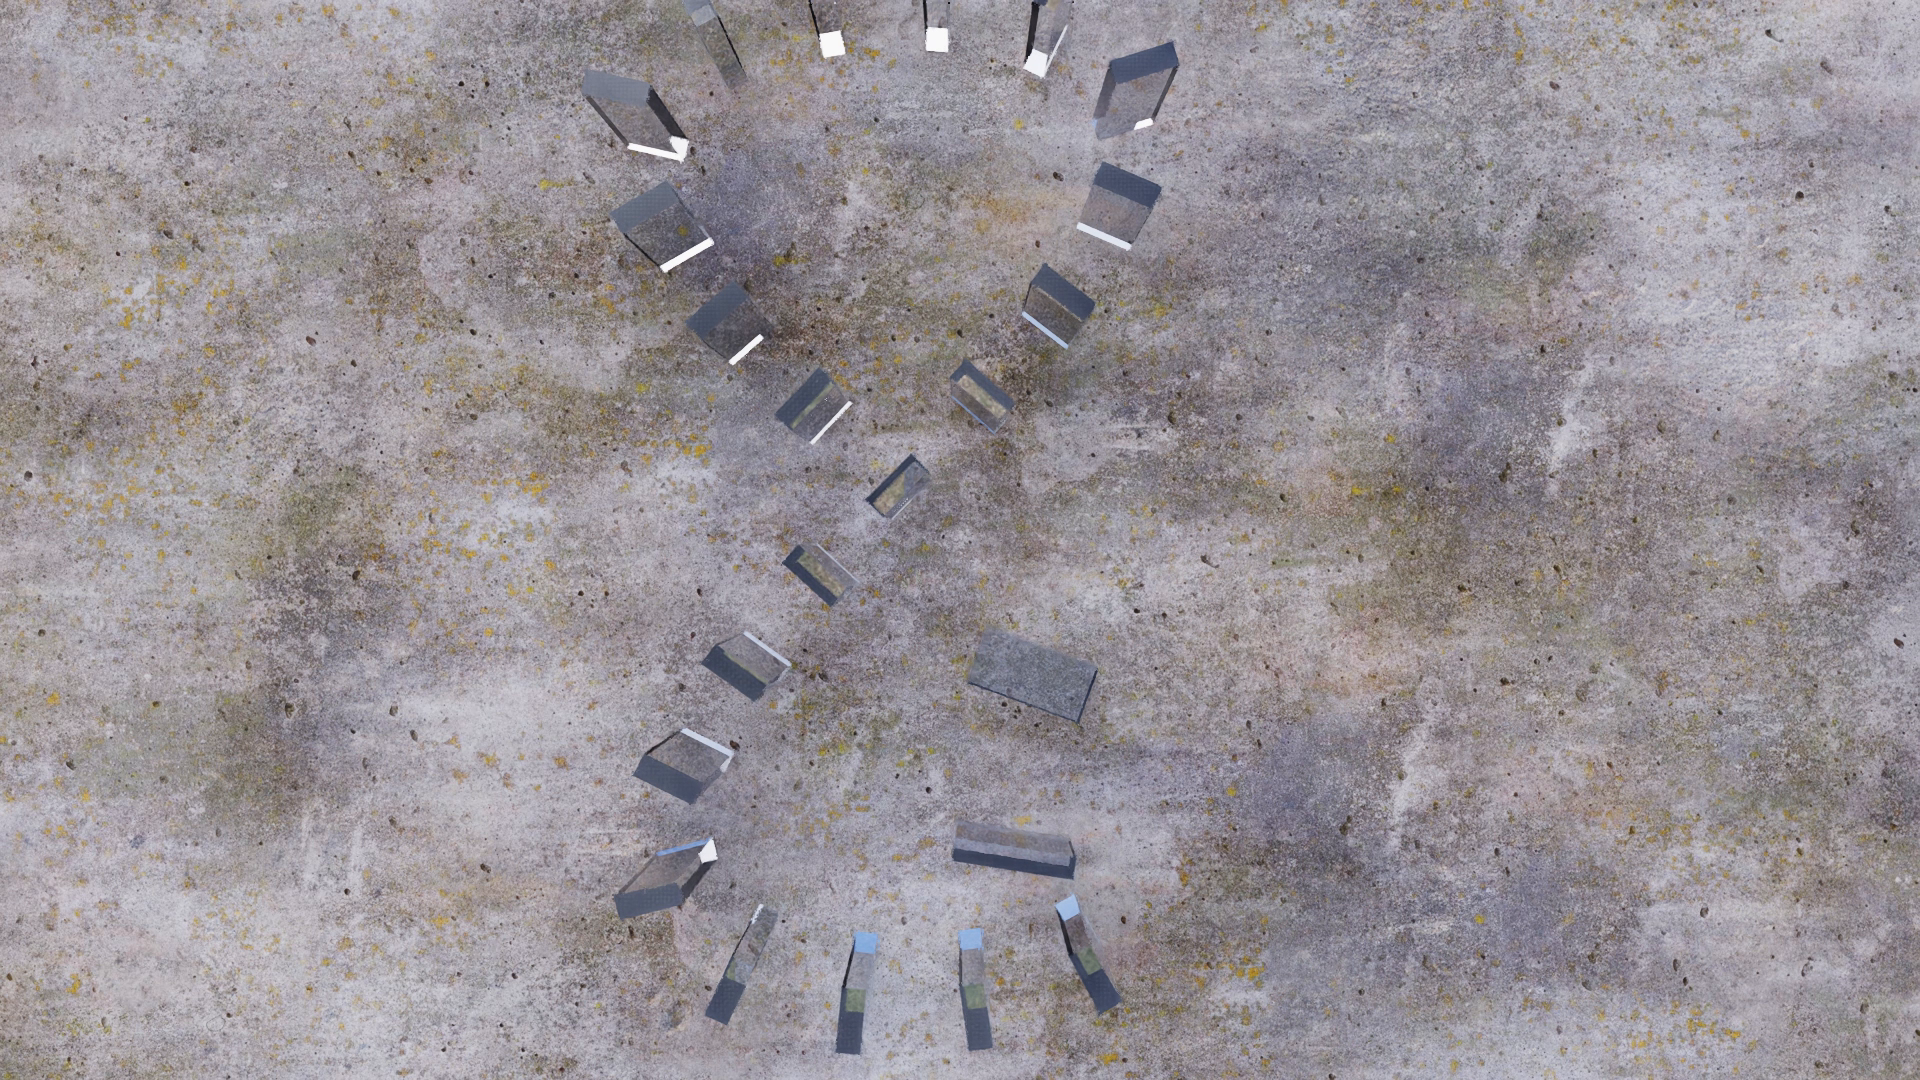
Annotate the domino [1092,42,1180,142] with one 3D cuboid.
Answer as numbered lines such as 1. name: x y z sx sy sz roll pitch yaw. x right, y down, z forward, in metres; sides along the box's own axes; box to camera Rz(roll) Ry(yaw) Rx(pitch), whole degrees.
1. domino: 0.071 -0.182 0.375 0.025 0.050 0.009 -18 90 0

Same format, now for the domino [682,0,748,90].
1. domino: -0.102 -0.209 0.375 0.009 0.050 0.025 -29 90 0

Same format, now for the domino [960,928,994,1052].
1. domino: 0.006 0.182 0.375 0.009 0.050 0.025 -8 90 0

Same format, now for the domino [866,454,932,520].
1. domino: -0.024 -0.021 0.375 0.009 0.050 0.025 45 90 0

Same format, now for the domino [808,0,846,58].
1. domino: -0.057 -0.224 0.375 0.009 0.050 0.025 -10 90 0

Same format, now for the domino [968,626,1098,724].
1. domino: 0.031 0.058 0.395 0.050 0.009 0.025 20 90 0

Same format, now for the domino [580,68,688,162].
1. domino: -0.132 -0.173 0.375 0.025 0.050 0.010 13 90 0

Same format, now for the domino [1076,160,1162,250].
1. domino: 0.064 -0.136 0.375 0.025 0.050 0.009 23 90 0

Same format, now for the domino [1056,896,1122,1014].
1. domino: 0.052 0.168 0.375 0.010 0.050 0.025 -28 90 0

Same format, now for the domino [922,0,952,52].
1. domino: -0.009 -0.226 0.375 0.010 0.050 0.025 4 90 0

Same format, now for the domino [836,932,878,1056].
1. domino: -0.042 0.184 0.375 0.010 0.050 0.025 6 90 0

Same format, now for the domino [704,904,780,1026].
1. domino: -0.088 0.172 0.375 0.010 0.050 0.025 24 90 0

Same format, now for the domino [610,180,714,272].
1. domino: -0.121 -0.127 0.375 0.025 0.050 0.009 -30 90 0

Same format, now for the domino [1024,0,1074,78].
1. domino: 0.037 -0.215 0.375 0.010 0.050 0.025 26 90 0

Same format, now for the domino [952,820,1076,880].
1. domino: 0.022 0.131 0.388 0.050 0.025 0.010 9 90 0

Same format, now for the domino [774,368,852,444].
1. domino: -0.059 -0.054 0.375 0.010 0.050 0.025 44 90 0

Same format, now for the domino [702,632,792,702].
1. domino: -0.086 0.051 0.375 0.025 0.050 0.010 36 90 0

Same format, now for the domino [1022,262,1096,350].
1. domino: 0.040 -0.095 0.375 0.025 0.050 0.009 38 90 0

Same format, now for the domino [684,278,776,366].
1. domino: -0.093 -0.088 0.375 0.025 0.050 0.009 -41 90 0

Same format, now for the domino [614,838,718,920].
1. domino: -0.119 0.138 0.375 0.025 0.050 0.009 -15 90 0

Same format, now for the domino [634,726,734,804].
1. domino: -0.112 0.091 0.375 0.025 0.050 0.010 26 90 0

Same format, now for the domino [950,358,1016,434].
1. domino: 0.009 -0.058 0.375 0.025 0.050 0.010 41 90 0

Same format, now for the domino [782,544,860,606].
1. domino: -0.056 0.014 0.375 0.025 0.050 0.010 42 90 0
